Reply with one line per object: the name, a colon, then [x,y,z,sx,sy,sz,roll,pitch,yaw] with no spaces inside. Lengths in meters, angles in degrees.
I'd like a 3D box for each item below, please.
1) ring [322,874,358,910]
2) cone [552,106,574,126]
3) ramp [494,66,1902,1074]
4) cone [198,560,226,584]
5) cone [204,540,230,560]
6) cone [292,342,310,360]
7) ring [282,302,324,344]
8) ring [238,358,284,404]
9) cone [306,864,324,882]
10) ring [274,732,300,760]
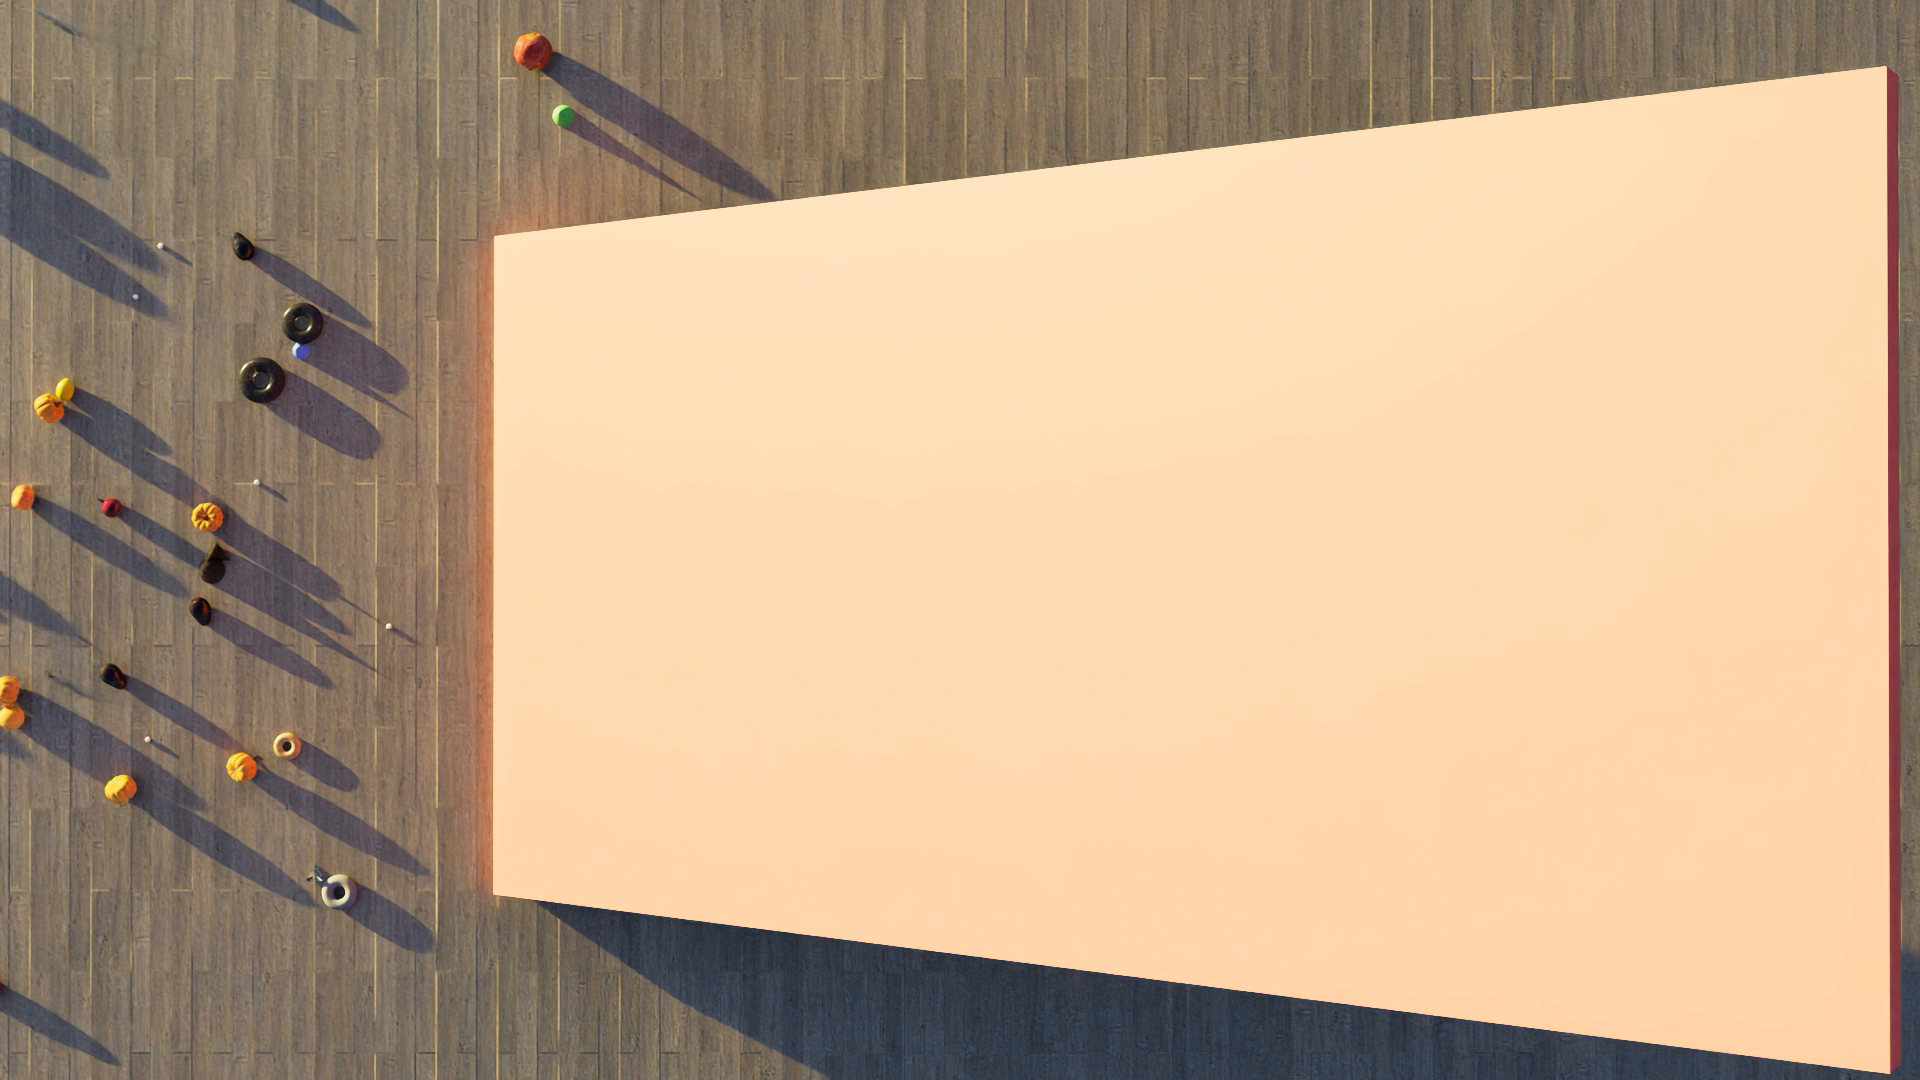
ring: [-1.901,1.080,6.740,0.109,0.036,0.109,0,89,1]
cone: [-1.222,-1.307,6.743,0.066,0.066,0.066,0,90,0]
ramp: [0.242,0.067,5.565,4.000,0.100,2.000,0,89,35]
cone: [-2.301,0.093,6.724,0.082,0.082,0.082,0,90,0]
cone: [-2.270,0.047,6.750,0.067,0.067,0.067,31,90,-26]
cone: [-2.028,-0.584,6.743,0.054,0.054,0.054,0,90,0]
ring: [-2.018,-0.666,6.750,0.127,0.042,0.127,0,90,-1]
ring: [-2.143,-0.490,6.746,0.143,0.048,0.143,0,91,-1]
cone: [-1.979,1.017,6.747,0.050,0.050,0.050,-7,63,0]
ring: [-2.063,0.633,6.747,0.084,0.028,0.084,0,90,1]
